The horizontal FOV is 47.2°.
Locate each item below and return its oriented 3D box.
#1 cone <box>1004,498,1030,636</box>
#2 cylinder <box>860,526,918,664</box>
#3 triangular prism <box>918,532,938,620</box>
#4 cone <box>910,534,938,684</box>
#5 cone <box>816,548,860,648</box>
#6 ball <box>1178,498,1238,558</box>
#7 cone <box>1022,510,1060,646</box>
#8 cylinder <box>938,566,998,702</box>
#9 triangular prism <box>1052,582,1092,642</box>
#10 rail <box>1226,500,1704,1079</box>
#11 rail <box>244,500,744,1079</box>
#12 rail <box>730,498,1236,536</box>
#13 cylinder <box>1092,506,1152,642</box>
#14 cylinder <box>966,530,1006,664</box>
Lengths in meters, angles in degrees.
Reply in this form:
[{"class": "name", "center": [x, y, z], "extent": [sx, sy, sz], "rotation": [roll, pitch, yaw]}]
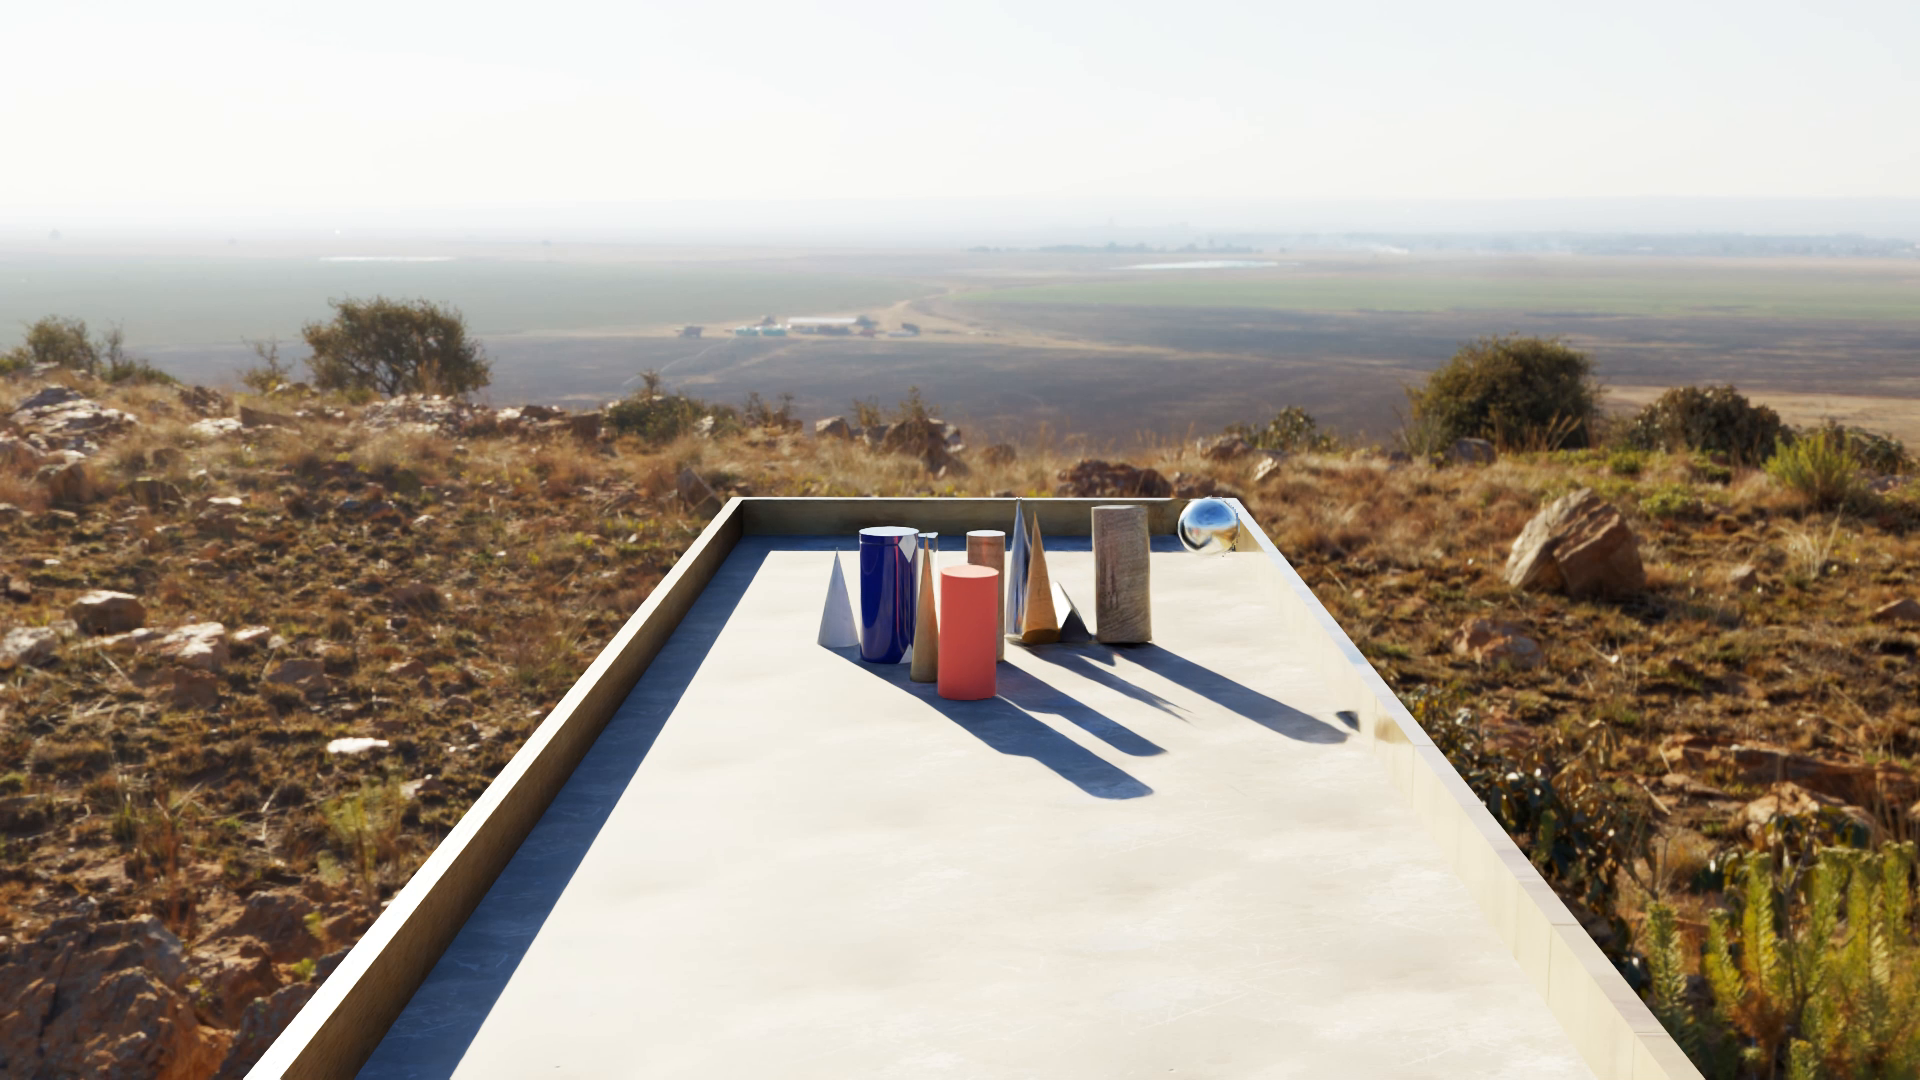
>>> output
[{"class": "cone", "center": [0.198, 0.079, 7.027], "extent": [0.152, 0.440, 0.152], "rotation": [-3, -5, 0]}, {"class": "cylinder", "center": [-0.215, 0.167, 6.703], "extent": [0.179, 0.392, 0.179], "rotation": [0, 9, 0]}, {"class": "triangular prism", "center": [-0.098, 0.150, 6.980], "extent": [0.101, 0.339, 0.088], "rotation": [6, 11, 35]}, {"class": "cone", "center": [-0.097, 0.188, 6.397], "extent": [0.101, 0.447, 0.101], "rotation": [0, 9, 0]}, {"class": "cone", "center": [-0.387, 0.174, 6.937], "extent": [0.140, 0.304, 0.140], "rotation": [0, 9, 0]}, {"class": "ball", "center": [0.768, -0.039, 6.807], "extent": [0.184, 0.184, 0.184], "rotation": [0, 9, 0]}, {"class": "cone", "center": [0.247, 0.104, 6.964], "extent": [0.125, 0.448, 0.125], "rotation": [-1, -27, -1]}, {"class": "cylinder", "center": [0.022, 0.261, 6.205], "extent": [0.164, 0.355, 0.164], "rotation": [1, 11, 0]}, {"class": "triangular prism", "center": [0.337, 0.226, 7.067], "extent": [0.122, 0.105, 0.314], "rotation": [-4, 15, -5]}, {"class": "rail", "center": [1.046, 0.843, 3.208], "extent": [0.050, 0.150, 12.000], "rotation": [0, 9, 1]}, {"class": "rail", "center": [-1.004, 0.839, 3.234], "extent": [0.050, 0.150, 12.000], "rotation": [0, 9, 1]}, {"class": "rail", "center": [0.099, -0.098, 9.147], "extent": [2.100, 0.150, 0.050], "rotation": [0, 9, 1]}, {"class": "cylinder", "center": [0.511, 0.107, 6.929], "extent": [0.177, 0.420, 0.177], "rotation": [-2, 2, 0]}, {"class": "cylinder", "center": [0.079, 0.173, 6.668], "extent": [0.116, 0.391, 0.116], "rotation": [0, 9, 0]}]
